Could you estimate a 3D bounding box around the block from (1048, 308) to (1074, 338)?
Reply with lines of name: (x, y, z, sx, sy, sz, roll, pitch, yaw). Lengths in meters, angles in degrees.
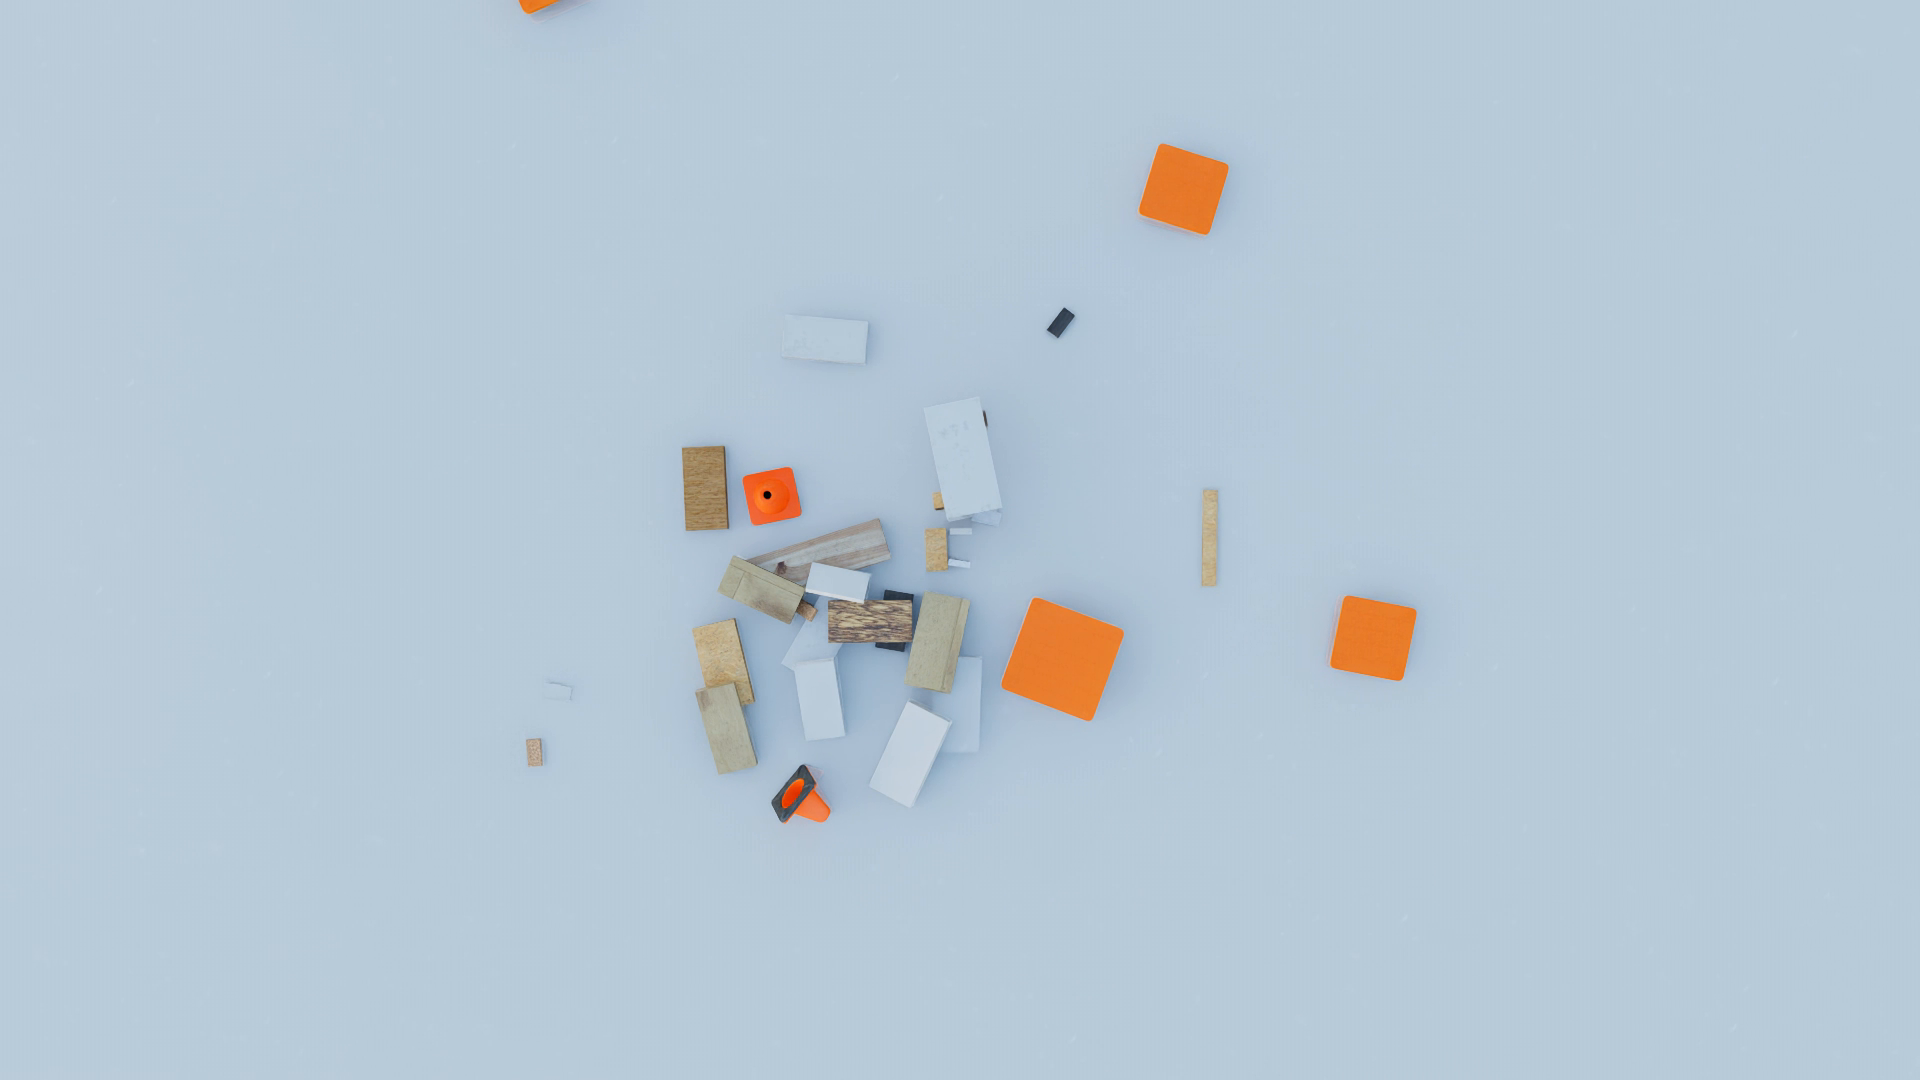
block: (0.336, -0.724, 5.493, 0.047, 0.013, 0.094, 37, 90, 0)

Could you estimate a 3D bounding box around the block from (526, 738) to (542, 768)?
block: (-1.418, 0.709, 5.494, 0.045, 0.013, 0.091, -5, 90, 0)

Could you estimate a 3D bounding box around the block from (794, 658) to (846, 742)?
block: (-0.464, 0.527, 5.452, 0.131, 0.037, 0.263, -8, 103, 0)

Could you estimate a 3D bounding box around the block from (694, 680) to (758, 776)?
block: (-0.771, 0.621, 5.452, 0.131, 0.037, 0.294, -14, 102, 0)

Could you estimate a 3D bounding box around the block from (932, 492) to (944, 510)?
block: (0.003, -0.135, 5.325, 0.176, 0.351, 0.050, -7, 90, 0)

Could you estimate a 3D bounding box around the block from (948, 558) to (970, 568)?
block: (-0.001, 0.077, 5.428, 0.072, 0.143, 0.020, 9, 90, 0)

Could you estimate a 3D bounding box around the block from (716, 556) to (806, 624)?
block: (-0.654, 0.165, 5.441, 0.263, 0.037, 0.131, 24, 90, 0)

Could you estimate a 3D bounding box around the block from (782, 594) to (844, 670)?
block: (-0.459, 0.320, 5.480, 0.143, 0.041, 0.286, 30, 90, 0)

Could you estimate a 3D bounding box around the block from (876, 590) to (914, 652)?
block: (-0.218, 0.268, 5.486, 0.097, 0.028, 0.194, 10, 90, 0)

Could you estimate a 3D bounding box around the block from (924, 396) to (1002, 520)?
block: (0.009, -0.254, 5.124, 0.176, 0.050, 0.351, -12, 90, 0)

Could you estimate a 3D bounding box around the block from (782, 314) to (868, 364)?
block: (-0.448, -0.667, 5.480, 0.275, 0.039, 0.138, 5, 90, 0)

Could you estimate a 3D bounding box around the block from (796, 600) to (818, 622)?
block: (-0.513, 0.232, 5.467, 0.091, 0.013, 0.045, 30, 90, 39)

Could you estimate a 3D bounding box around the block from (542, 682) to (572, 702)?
block: (-1.341, 0.505, 5.494, 0.091, 0.013, 0.045, 11, 90, 0)

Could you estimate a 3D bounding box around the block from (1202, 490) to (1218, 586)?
block: (0.831, -0.005, 5.493, 0.047, 0.013, 0.321, 1, 90, 0)

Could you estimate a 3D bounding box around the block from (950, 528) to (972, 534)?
block: (0.003, -0.029, 5.428, 0.072, 0.143, 0.020, 0, 90, 0)

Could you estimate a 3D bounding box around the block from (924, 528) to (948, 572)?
block: (-0.079, 0.033, 5.490, 0.072, 0.020, 0.143, -3, 90, 0)

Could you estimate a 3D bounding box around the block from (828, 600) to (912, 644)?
block: (-0.297, 0.268, 5.443, 0.275, 0.039, 0.138, 0, 92, -4)

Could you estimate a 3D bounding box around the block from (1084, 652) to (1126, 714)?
block: (0.484, 0.476, 5.486, 0.097, 0.028, 0.194, -12, 90, 0)

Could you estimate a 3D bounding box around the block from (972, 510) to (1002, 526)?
block: (0.088, -0.077, 5.493, 0.094, 0.013, 0.047, 13, 90, 0)

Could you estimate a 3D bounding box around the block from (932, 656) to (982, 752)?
block: (-0.012, 0.544, 5.478, 0.157, 0.044, 0.313, 2, 90, 0)

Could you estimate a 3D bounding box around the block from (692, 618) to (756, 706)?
block: (-0.785, 0.416, 5.480, 0.143, 0.041, 0.286, -14, 90, 0)

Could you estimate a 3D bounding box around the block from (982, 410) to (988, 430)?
block: (-0.003, -0.365, 5.325, 0.176, 0.351, 0.050, -10, 90, 0)

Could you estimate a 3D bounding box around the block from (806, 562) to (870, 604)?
block: (-0.402, 0.141, 5.425, 0.194, 0.028, 0.097, 12, 63, 0)

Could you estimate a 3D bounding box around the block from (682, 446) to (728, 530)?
block: (-0.846, -0.171, 5.480, 0.138, 0.039, 0.275, -3, 90, 0)

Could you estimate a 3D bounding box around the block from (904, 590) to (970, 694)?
block: (-0.075, 0.338, 5.443, 0.157, 0.044, 0.313, 12, 78, 2)

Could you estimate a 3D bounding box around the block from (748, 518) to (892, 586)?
block: (-0.478, 0.067, 5.480, 0.480, 0.041, 0.143, -18, 90, 0)

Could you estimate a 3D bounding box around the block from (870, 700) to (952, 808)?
block: (-0.163, 0.706, 5.448, 0.157, 0.044, 0.313, 26, 95, 12)
